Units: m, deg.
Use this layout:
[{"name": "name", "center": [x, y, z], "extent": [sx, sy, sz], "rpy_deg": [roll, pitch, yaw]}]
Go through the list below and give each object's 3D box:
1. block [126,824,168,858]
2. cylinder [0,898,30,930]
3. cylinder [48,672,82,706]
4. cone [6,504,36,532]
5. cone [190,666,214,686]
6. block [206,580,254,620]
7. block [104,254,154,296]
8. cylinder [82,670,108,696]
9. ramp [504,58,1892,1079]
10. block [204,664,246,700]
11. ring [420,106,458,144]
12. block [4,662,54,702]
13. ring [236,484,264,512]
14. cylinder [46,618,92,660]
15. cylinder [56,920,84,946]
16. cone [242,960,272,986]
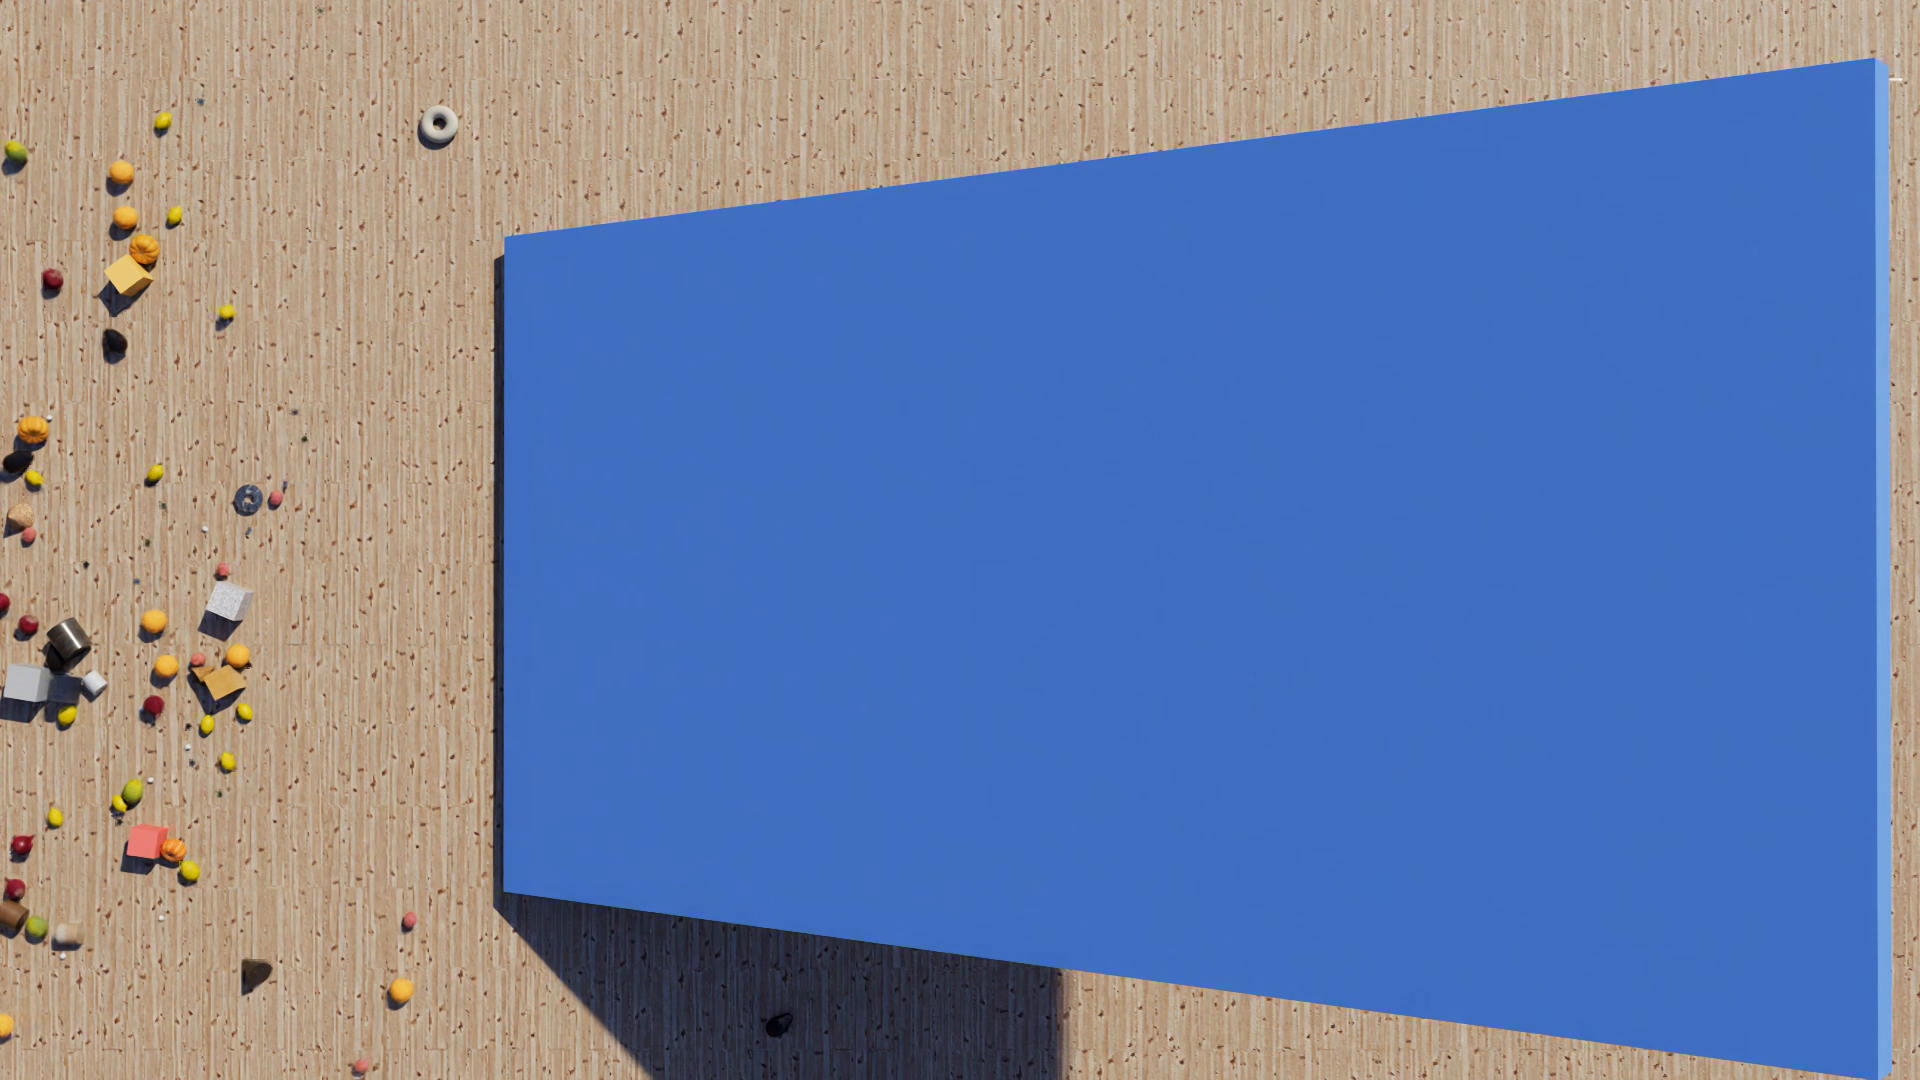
[{"name": "block", "center": [-2.493, 0.925, 6.749], "extent": [0.085, 0.085, 0.085], "rpy_deg": [9, 90, 0]}, {"name": "cylinder", "center": [-2.911, 1.151, 6.754], "extent": [0.073, 0.073, 0.073], "rpy_deg": [27, 90, 0]}, {"name": "cylinder", "center": [-2.747, 0.457, 6.751], "extent": [0.088, 0.088, 0.088], "rpy_deg": [9, 90, 0]}, {"name": "cone", "center": [-2.904, -0.070, 6.754], "extent": [0.089, 0.089, 0.089], "rpy_deg": [0, 90, 0]}, {"name": "cone", "center": [-2.324, 0.405, 6.780], "extent": [0.069, 0.069, 0.069], "rpy_deg": [-35, 90, -27]}, {"name": "block", "center": [-2.240, 0.186, 6.750], "extent": [0.093, 0.093, 0.093], "rpy_deg": [22, 90, 0]}, {"name": "block", "center": [-2.555, -0.813, 6.760], "extent": [0.087, 0.087, 0.087], "rpy_deg": [-37, 90, 0]}, {"name": "cylinder", "center": [-2.662, 0.439, 6.768], "extent": [0.055, 0.055, 0.055], "rpy_deg": [-43, 90, 0]}, {"name": "ramp", "center": [0.229, 0.065, 5.547], "extent": [4.000, 0.100, 2.000], "rpy_deg": [0, 89, 37]}, {"name": "block", "center": [-2.258, 0.437, 6.755], "extent": [0.080, 0.080, 0.080], "rpy_deg": [-28, 90, 0]}, {"name": "ring", "center": [-1.608, -1.283, 6.788], "extent": [0.117, 0.039, 0.117], "rpy_deg": [0, 90, 1]}, {"name": "block", "center": [-2.856, 0.436, 6.745], "extent": [0.100, 0.100, 0.100], "rpy_deg": [9, 90, 0]}, {"name": "ring", "center": [-2.194, -0.129, 6.785], "extent": [0.087, 0.029, 0.087], "rpy_deg": [0, 90, -1]}, {"name": "cylinder", "center": [-2.732, 0.304, 6.748], "extent": [0.096, 0.096, 0.096], "rpy_deg": [-35, 90, 0]}, {"name": "cylinder", "center": [-2.734, 1.209, 6.757], "extent": [0.065, 0.065, 0.065], "rpy_deg": [-14, 90, -22]}, {"name": "cone", "center": [-2.183, 1.314, 6.769], "extent": [0.086, 0.086, 0.086], "rpy_deg": [31, 90, 27]}]
